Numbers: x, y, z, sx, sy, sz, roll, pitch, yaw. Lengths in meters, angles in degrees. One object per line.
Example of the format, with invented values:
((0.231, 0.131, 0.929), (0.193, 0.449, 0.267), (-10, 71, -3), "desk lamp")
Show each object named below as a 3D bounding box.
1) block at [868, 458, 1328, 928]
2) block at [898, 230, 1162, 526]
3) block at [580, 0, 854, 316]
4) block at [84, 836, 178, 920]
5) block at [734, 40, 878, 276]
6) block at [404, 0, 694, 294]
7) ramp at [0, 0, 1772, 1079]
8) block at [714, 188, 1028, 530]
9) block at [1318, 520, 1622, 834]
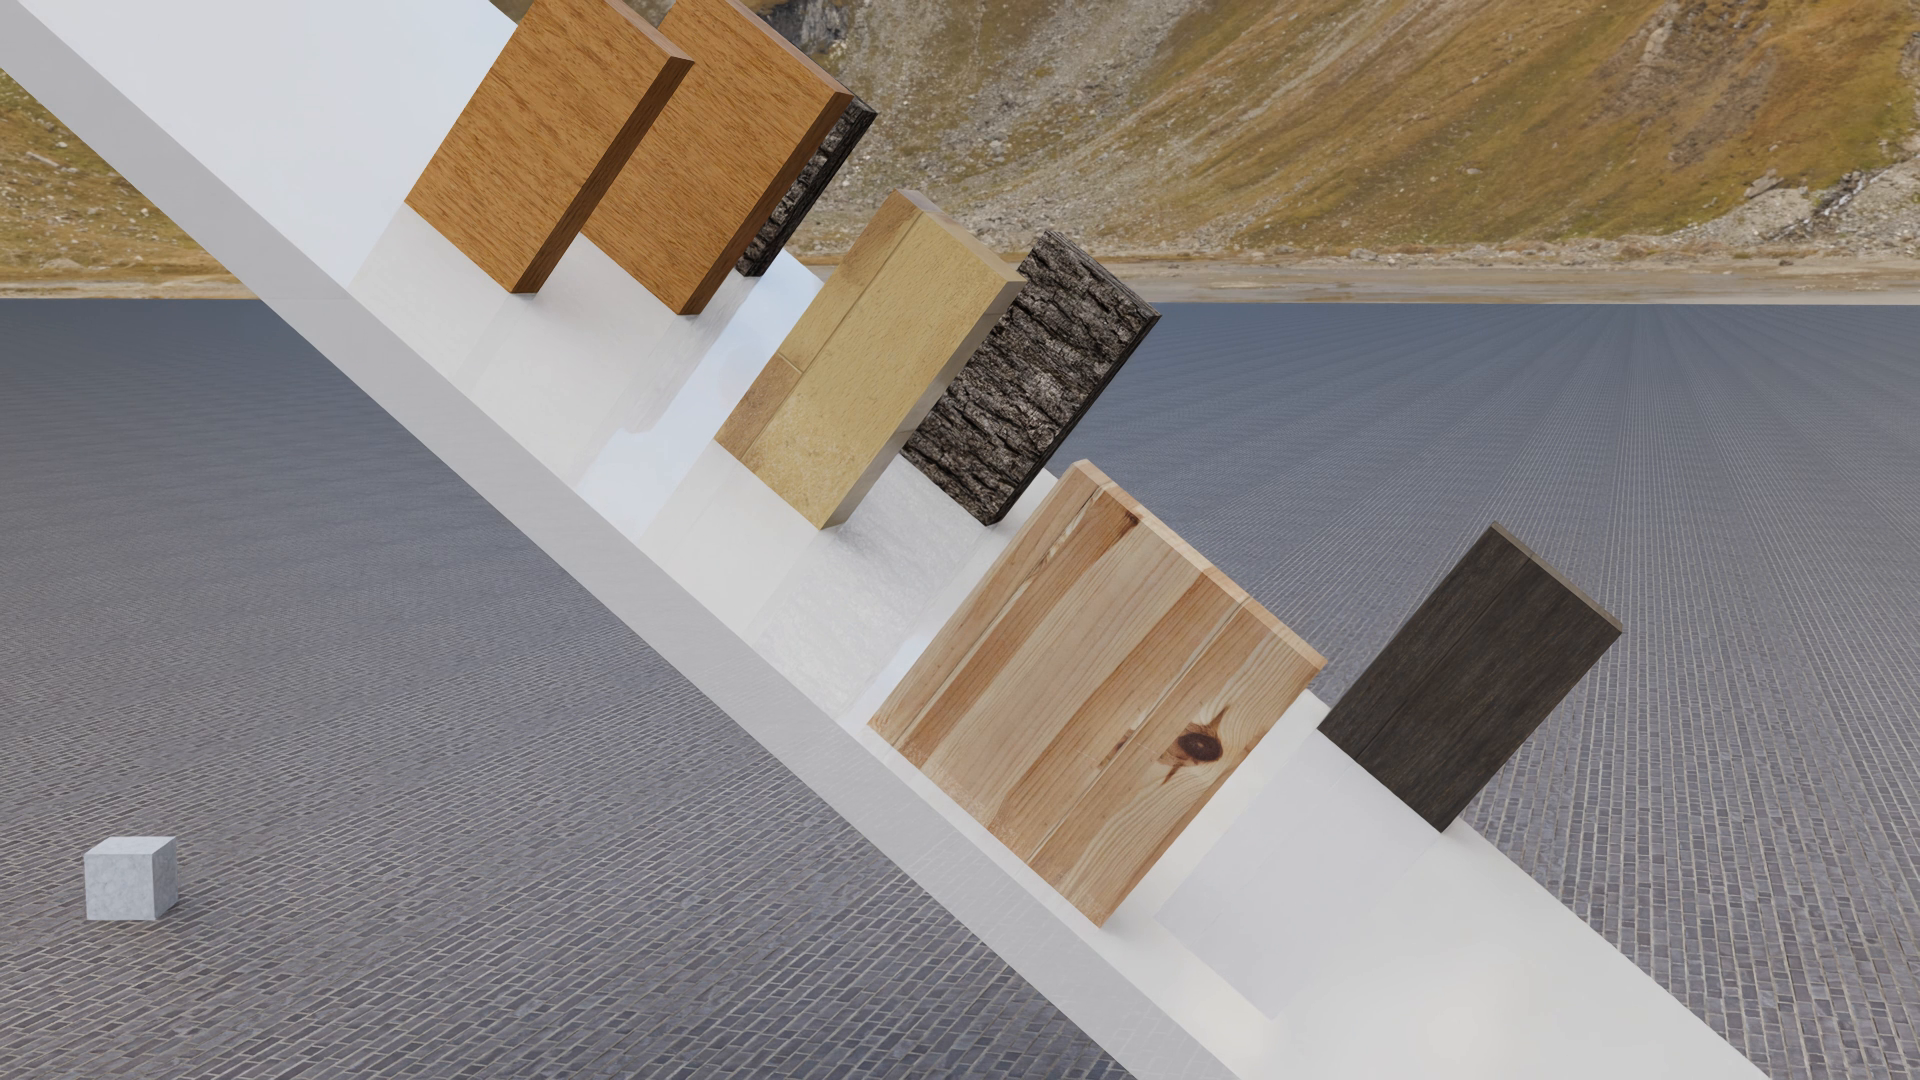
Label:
((0.185, 0.214, 3.068), (0.436, 0.483, 0.081), (40, 16, 9), "block")
((0.124, -0.316, 4.323), (0.262, 0.526, 0.114), (40, 16, 9), "block")
((-0.499, -0.743, 4.171), (0.355, 0.521, 0.106), (40, 16, 9), "block")
((-2.411, 0.984, 6.402), (0.194, 0.194, 0.194), (0, 7, 0), "block")
((-0.413, -0.817, 4.712), (0.254, 0.438, 0.103), (40, 16, 9), "block")
((-0.686, -0.679, 3.659), (0.248, 0.483, 0.097), (40, 16, 9), "block")
((-0.025, 0.078, 4.052), (4.000, 0.100, 2.000), (40, 16, 9), "ramp")
((-0.152, -0.301, 3.684), (0.243, 0.527, 0.126), (40, 16, 9), "block")
((1.067, 0.287, 4.619), (0.338, 0.564, 0.122), (40, 16, 9), "block")
